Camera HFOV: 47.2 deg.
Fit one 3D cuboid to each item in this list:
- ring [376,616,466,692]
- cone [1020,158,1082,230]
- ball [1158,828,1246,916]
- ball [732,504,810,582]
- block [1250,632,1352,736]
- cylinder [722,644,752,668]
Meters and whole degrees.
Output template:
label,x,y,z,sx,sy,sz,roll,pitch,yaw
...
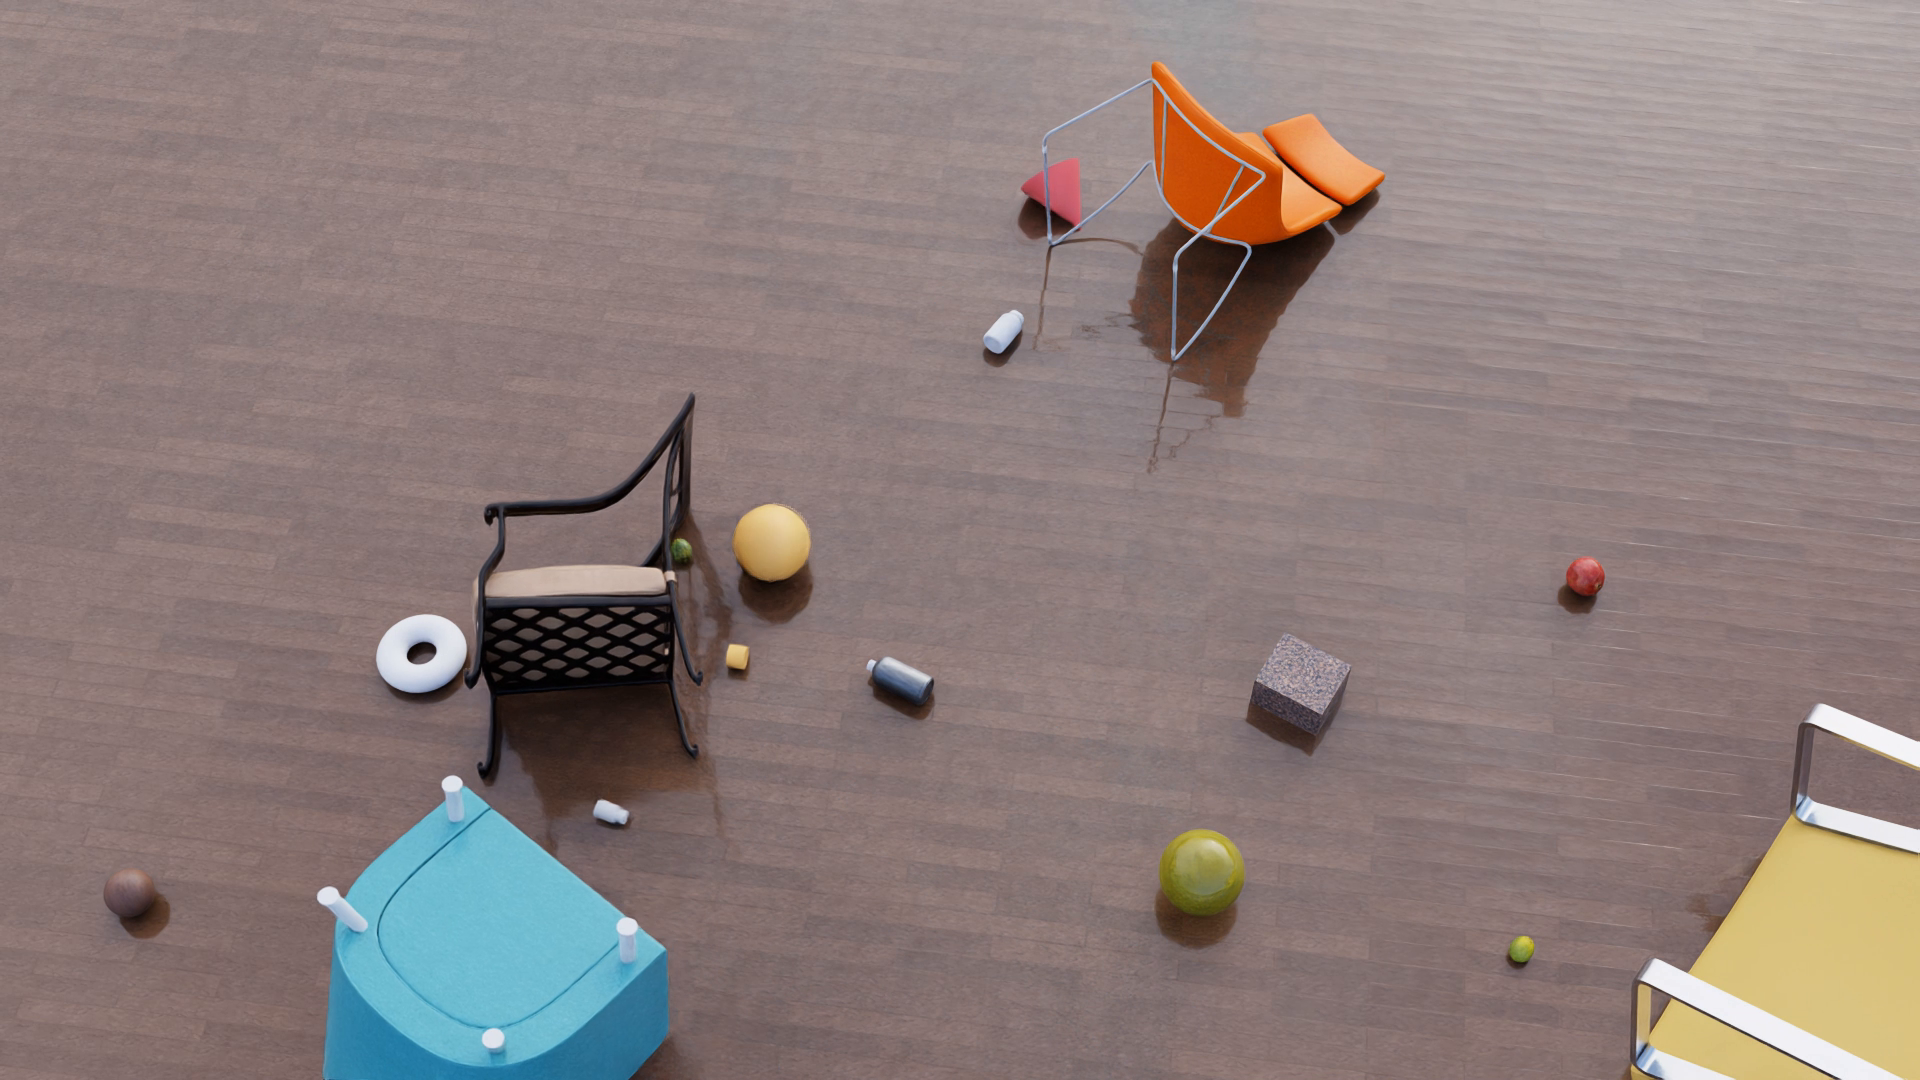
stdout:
label,x,y,z,sx,sy,sz,roll,pitch,yaw
ring,-1.546,0.326,6.316,0.258,0.067,0.256,17,57,12
cone,0.348,-1.115,7.270,0.229,0.184,0.217,-26,83,-32
ball,0.643,0.884,5.843,0.230,0.230,0.230,0,56,0
ball,-0.552,0.009,6.432,0.226,0.226,0.226,0,56,0
block,0.965,0.407,6.227,0.211,0.122,0.186,27,60,17
cylinder,-0.639,0.334,6.313,0.050,0.060,0.074,6,31,35
